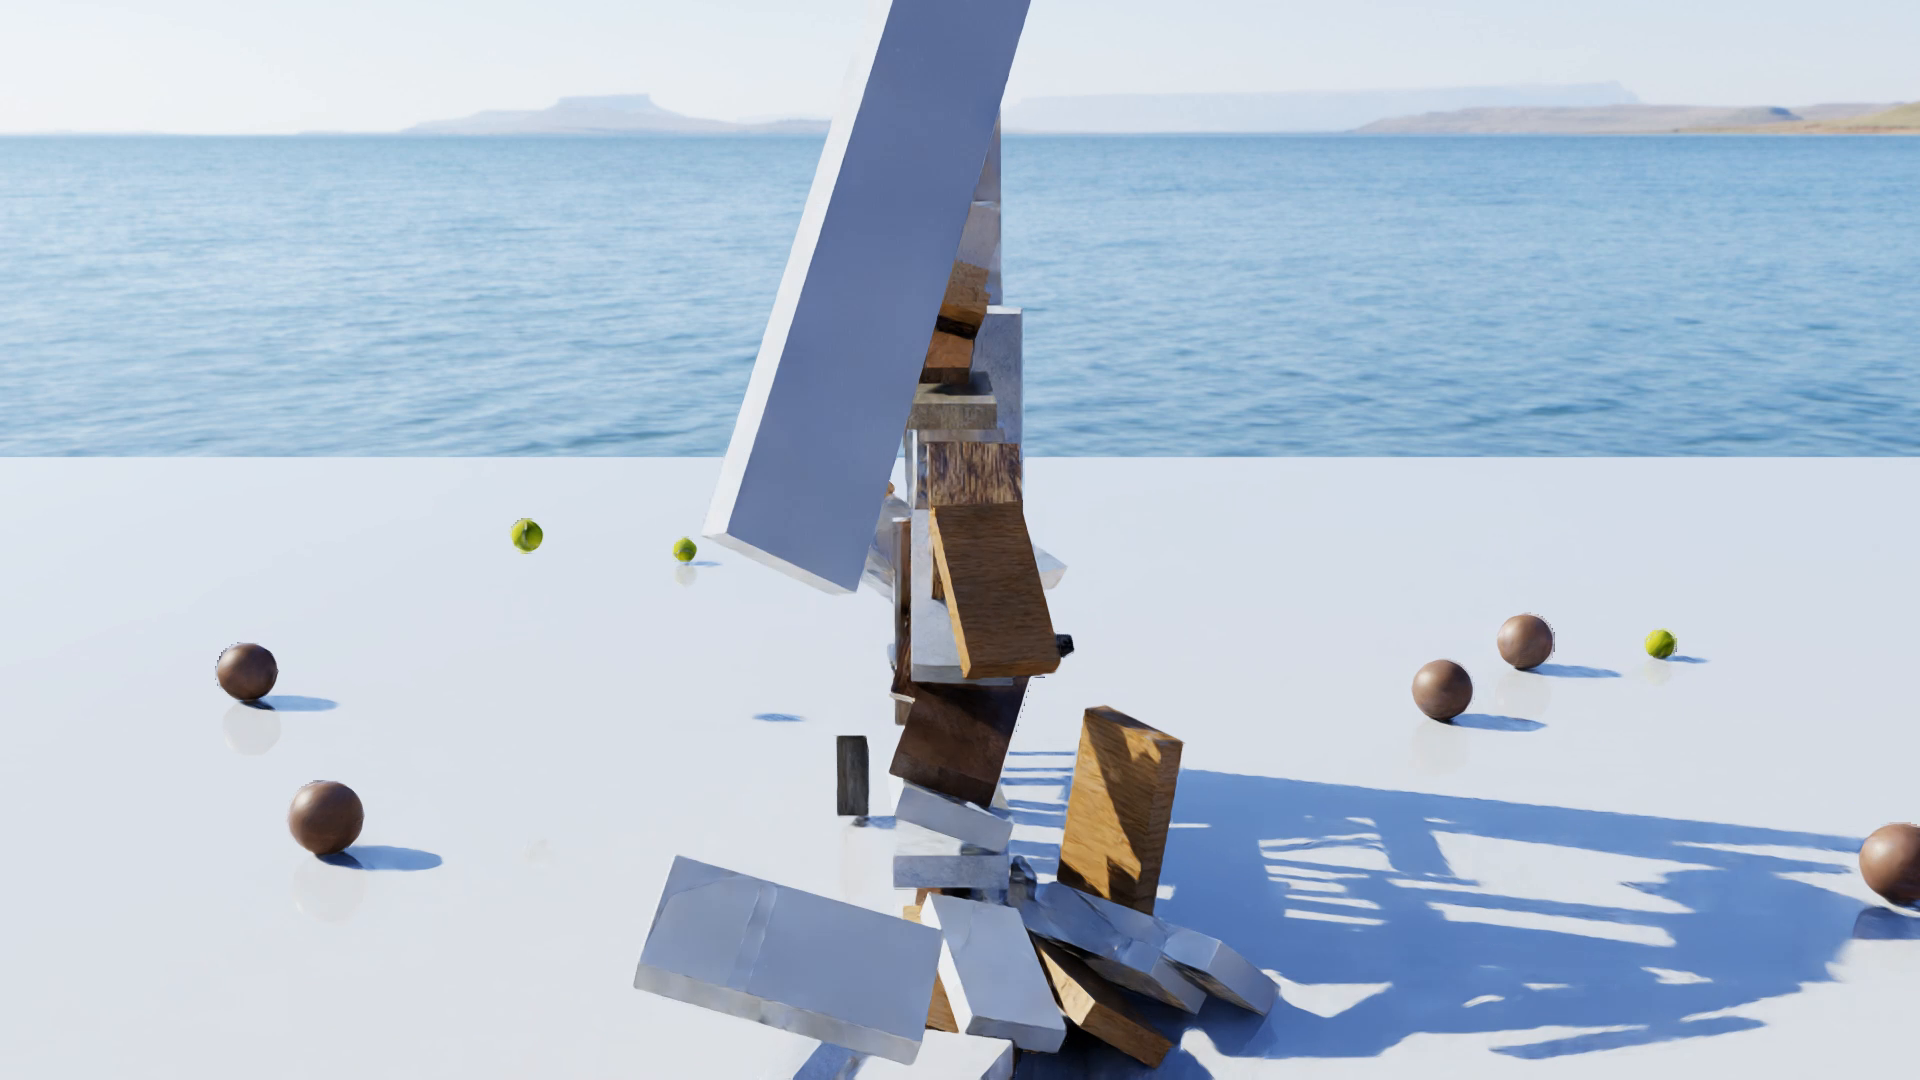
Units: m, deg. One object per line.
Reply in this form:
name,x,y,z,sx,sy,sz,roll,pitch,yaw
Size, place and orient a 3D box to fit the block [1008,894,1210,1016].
block,0.210,0.605,3.221,0.297,0.039,0.139,12,-25,46

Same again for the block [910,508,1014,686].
block,0.002,0.084,3.359,0.152,0.043,0.304,3,50,-5

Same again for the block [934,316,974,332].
block,-0.038,-0.346,3.899,0.095,0.027,0.191,16,-18,-4

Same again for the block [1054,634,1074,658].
block,0.101,0.232,4.189,0.118,0.034,0.237,1,-21,-33

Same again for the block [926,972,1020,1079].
block,0.020,0.645,3.034,0.144,0.041,0.287,18,13,3

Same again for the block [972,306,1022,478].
block,0.030,-0.266,4.134,0.173,0.346,0.049,2,22,6

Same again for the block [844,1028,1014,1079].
block,-0.064,0.695,2.729,0.161,0.046,0.321,3,11,21

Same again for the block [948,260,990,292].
block,-0.041,-0.424,3.909,0.144,0.041,0.287,16,-18,-3

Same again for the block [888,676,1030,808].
block,0.004,0.267,3.265,0.152,0.043,0.304,19,32,2

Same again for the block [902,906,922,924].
block,-0.057,0.597,3.265,0.061,0.017,0.124,0,41,4

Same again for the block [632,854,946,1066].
block,-0.189,0.471,2.474,0.321,0.046,0.161,16,40,-2

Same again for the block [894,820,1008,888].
block,-0.015,0.471,3.379,0.166,0.047,0.406,0,2,-1

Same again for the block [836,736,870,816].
block,-0.198,0.435,4.064,0.021,0.147,0.073,-4,-6,31

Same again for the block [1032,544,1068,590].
block,0.079,0.032,4.087,0.173,0.049,0.346,33,10,12

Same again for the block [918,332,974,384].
block,-0.027,-0.309,3.706,0.095,0.027,0.191,0,24,3

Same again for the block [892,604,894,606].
block,-0.046,0.104,4.283,0.168,0.337,0.048,-22,8,11

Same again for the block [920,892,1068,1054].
block,0.042,0.591,3.017,0.139,0.039,0.277,14,22,-20

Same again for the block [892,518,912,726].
block,-0.024,0.131,3.568,0.166,0.333,0.047,-1,6,-3

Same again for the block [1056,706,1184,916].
block,0.244,0.449,3.438,0.048,0.339,0.170,-4,19,-42

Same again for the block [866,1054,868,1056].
block,-0.072,0.696,3.039,0.079,0.022,0.157,2,11,12

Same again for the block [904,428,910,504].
block,-0.017,-0.078,4.293,0.168,0.715,0.048,-2,13,6

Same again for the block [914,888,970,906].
block,-0.027,0.554,3.397,0.080,0.023,0.159,-1,11,3

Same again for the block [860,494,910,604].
block,-0.082,0.045,4.147,0.337,0.048,0.168,35,61,18

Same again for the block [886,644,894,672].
block,-0.016,0.209,4.186,0.237,0.034,0.118,-11,-19,1

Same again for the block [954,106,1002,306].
block,-0.003,-0.293,4.304,0.173,1.091,0.049,0,15,2

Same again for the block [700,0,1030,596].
block,-0.081,-0.348,2.380,0.170,0.806,0.048,26,-19,-33

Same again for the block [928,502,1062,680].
block,0.049,0.072,3.261,0.139,0.277,0.039,-3,-32,-18

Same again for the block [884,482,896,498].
block,-0.242,-0.071,4.138,0.292,0.073,0.021,-25,19,42

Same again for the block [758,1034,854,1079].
block,-0.229,0.700,2.742,0.144,0.041,0.652,-38,-1,18

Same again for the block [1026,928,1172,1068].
block,0.170,0.633,3.080,0.144,0.041,0.287,33,-1,-26

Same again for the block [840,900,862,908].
block,-0.161,0.607,3.474,0.061,0.017,0.121,19,8,-8

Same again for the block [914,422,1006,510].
block,-0.002,-0.046,3.618,0.147,0.293,0.042,-2,17,-7

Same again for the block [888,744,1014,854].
block,-0.018,0.382,3.284,0.167,0.047,0.333,19,4,-5

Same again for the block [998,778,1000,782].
block,0.000,0.449,3.689,0.134,0.267,0.038,-1,16,-2

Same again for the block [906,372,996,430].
block,-0.020,-0.234,3.673,0.147,0.042,0.293,-1,14,-2

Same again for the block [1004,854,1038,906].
block,0.091,0.559,3.387,0.015,0.156,0.053,-13,41,-25

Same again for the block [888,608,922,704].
block,-0.003,0.115,3.461,0.152,0.304,0.043,13,-16,-2

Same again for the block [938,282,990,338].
block,-0.042,-0.384,3.897,0.144,0.041,0.287,16,-18,-4

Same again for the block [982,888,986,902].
block,-0.012,0.562,3.570,0.102,0.029,0.203,0,29,-2

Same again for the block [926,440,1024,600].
block,0.025,-0.032,3.405,0.144,0.041,0.287,2,50,-6

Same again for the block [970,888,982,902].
block,-0.015,0.585,3.462,0.102,0.029,0.203,0,27,-2

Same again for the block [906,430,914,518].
block,-0.012,-0.076,3.791,0.147,0.314,0.042,-1,12,6

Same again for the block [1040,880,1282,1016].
block,0.289,0.598,3.235,0.339,0.048,0.170,11,-22,47
